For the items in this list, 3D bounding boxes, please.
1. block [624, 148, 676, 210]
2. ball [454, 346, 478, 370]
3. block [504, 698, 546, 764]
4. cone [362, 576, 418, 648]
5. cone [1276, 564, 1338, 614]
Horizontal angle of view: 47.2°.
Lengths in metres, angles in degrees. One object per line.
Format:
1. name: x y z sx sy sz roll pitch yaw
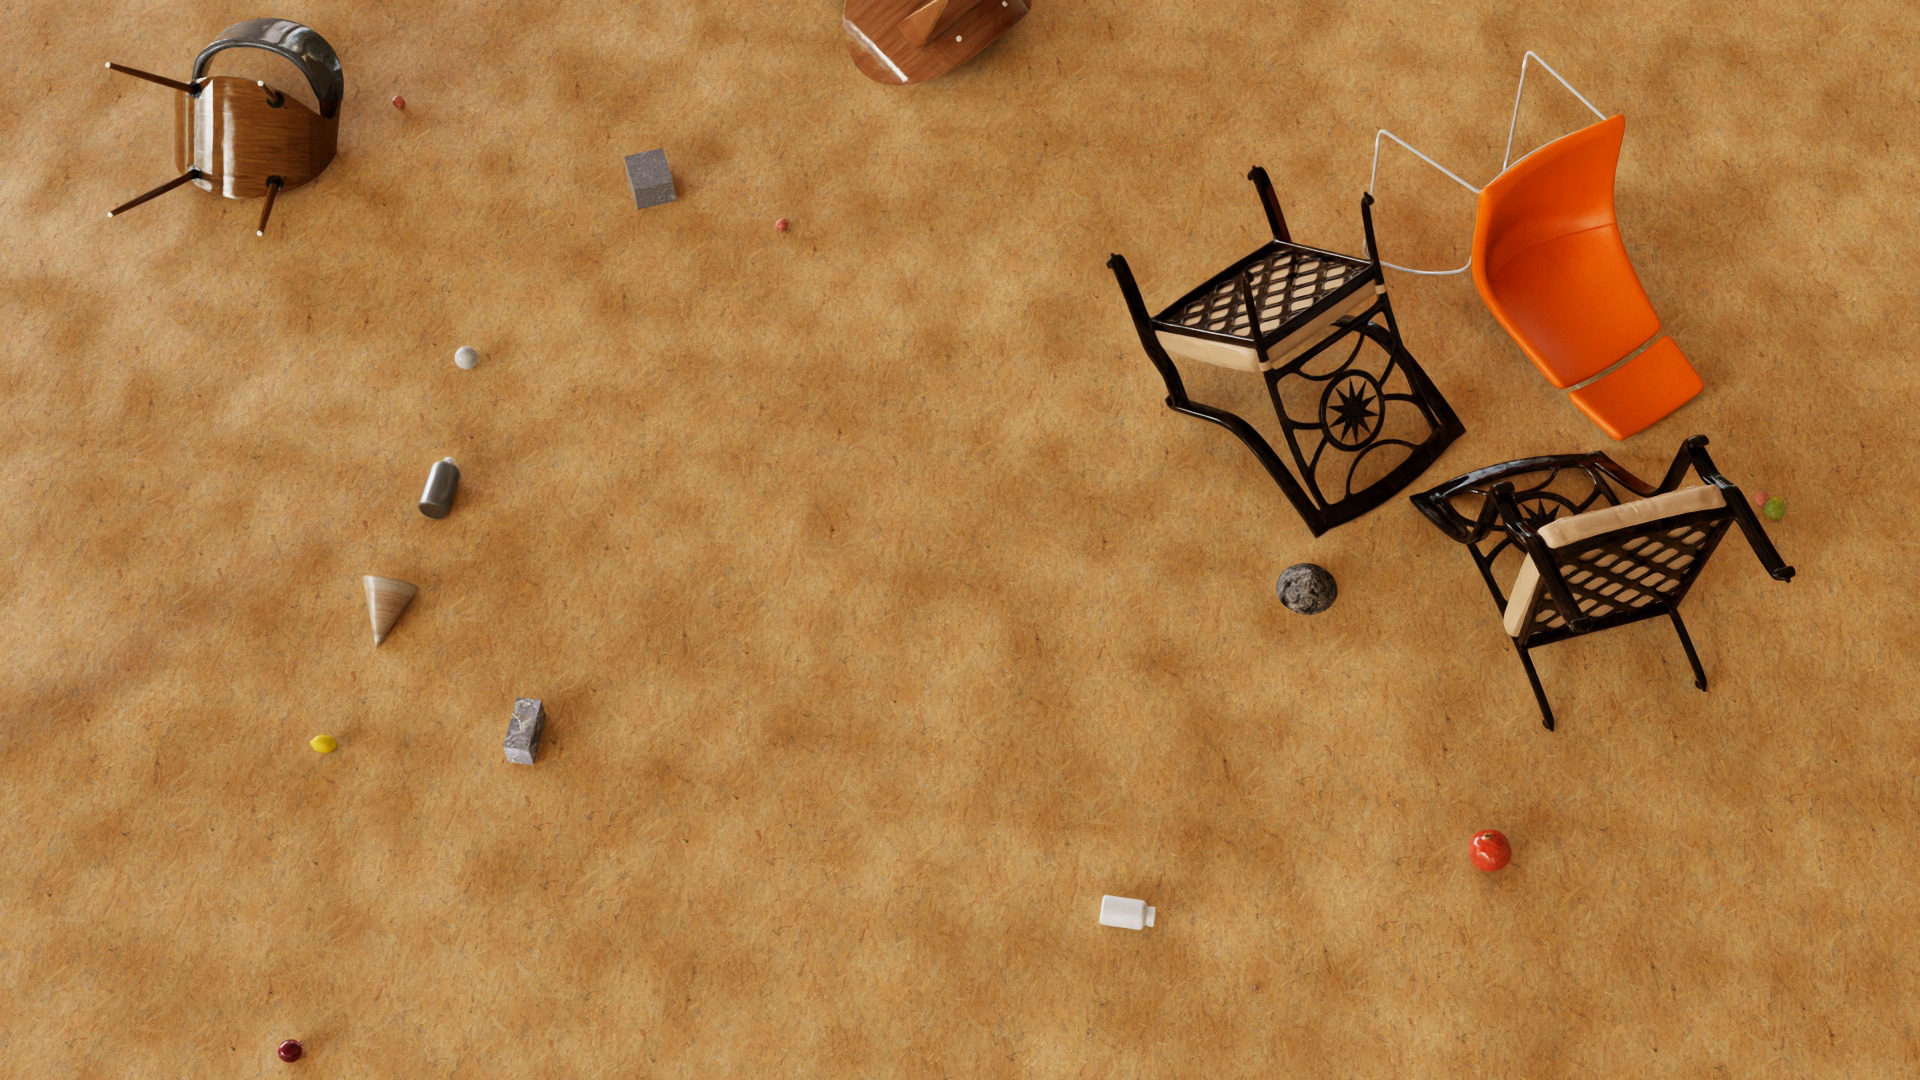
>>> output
1. block: -1.032 -1.203 7.325 0.131 0.094 0.158 -15 57 -10
2. ball: -1.551 -0.573 6.914 0.074 0.074 0.074 0 56 0
3. block: -1.219 0.535 6.161 0.071 0.090 0.159 6 56 4
4. cone: -1.675 0.220 6.388 0.161 0.130 0.201 12 74 -14
5. cone: 1.022 0.117 6.437 0.178 0.097 0.185 38 64 22
